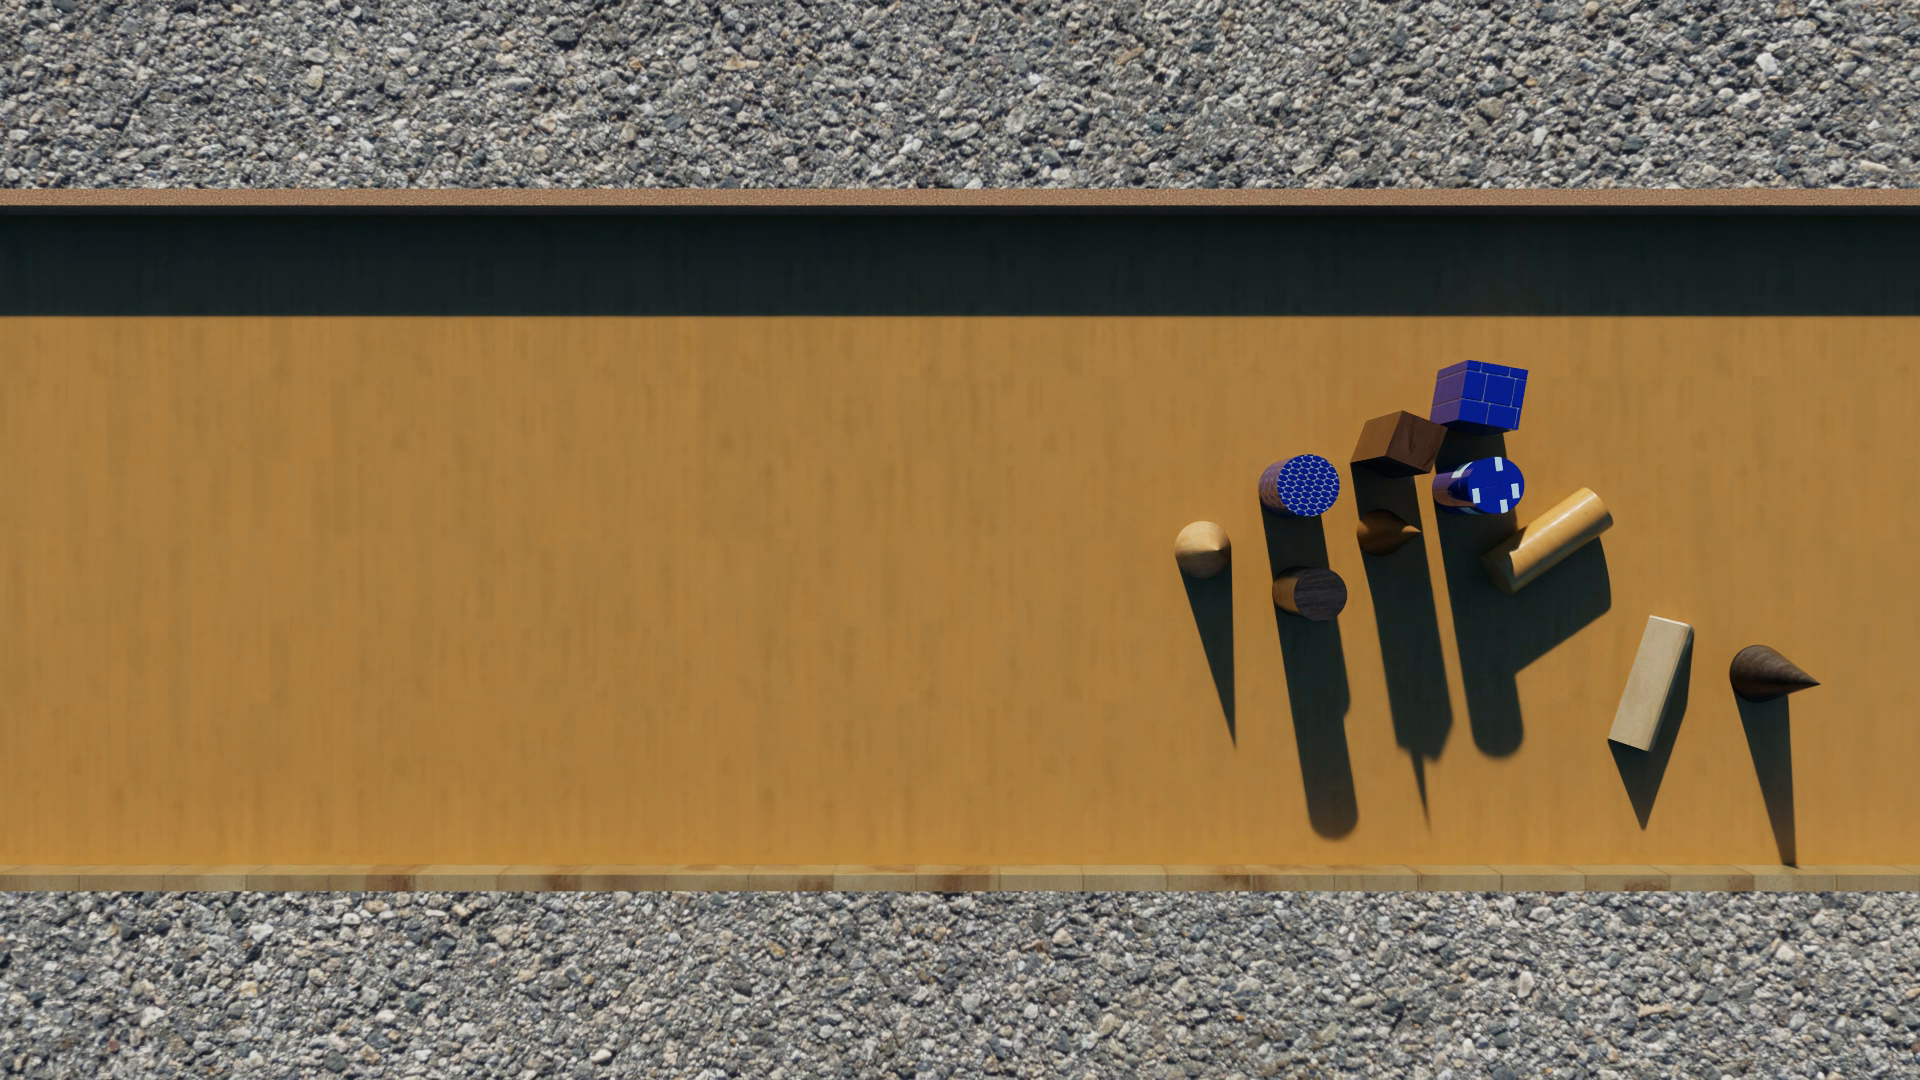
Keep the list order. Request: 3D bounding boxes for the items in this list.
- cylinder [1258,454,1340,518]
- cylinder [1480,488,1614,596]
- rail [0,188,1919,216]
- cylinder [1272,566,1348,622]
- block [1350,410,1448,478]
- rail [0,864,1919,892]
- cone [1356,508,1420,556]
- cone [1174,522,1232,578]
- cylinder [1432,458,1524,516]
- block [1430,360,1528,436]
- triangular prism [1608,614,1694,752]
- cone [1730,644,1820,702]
[{"bbox_3d":[1.007,-0.158,4.921,0.180,0.311,0.180,0,90,0],"label":"cylinder"},{"bbox_3d":[1.779,0.004,5.003,0.369,0.147,0.147,-34,90,0],"label":"cylinder"},{"bbox_3d":[-2.247,-1.025,5.002,12.000,0.150,0.050,0,90,0],"label":"rail"},{"bbox_3d":[1.037,0.158,4.911,0.155,0.331,0.155,0,90,0],"label":"cylinder"},{"bbox_3d":[1.289,-0.278,4.867,0.138,0.420,0.138,21,90,0],"label":"block"},{"bbox_3d":[-2.247,1.025,5.001,12.000,0.150,0.050,0,90,0],"label":"rail"},{"bbox_3d":[1.294,-0.023,4.851,0.147,0.451,0.147,0,90,0],"label":"cone"},{"bbox_3d":[0.748,0.030,4.926,0.176,0.300,0.176,0,90,0],"label":"cone"},{"bbox_3d":[1.533,-0.156,4.897,0.162,0.359,0.162,0,90,0],"label":"cylinder"},{"bbox_3d":[1.543,-0.420,4.925,0.176,0.303,0.176,10,90,0],"label":"block"},{"bbox_3d":[2.125,0.443,5.012,0.142,0.123,0.401,19,90,0],"label":"triangular prism"},{"bbox_3d":[2.457,0.412,4.890,0.179,0.373,0.179,0,90,0],"label":"cone"}]
